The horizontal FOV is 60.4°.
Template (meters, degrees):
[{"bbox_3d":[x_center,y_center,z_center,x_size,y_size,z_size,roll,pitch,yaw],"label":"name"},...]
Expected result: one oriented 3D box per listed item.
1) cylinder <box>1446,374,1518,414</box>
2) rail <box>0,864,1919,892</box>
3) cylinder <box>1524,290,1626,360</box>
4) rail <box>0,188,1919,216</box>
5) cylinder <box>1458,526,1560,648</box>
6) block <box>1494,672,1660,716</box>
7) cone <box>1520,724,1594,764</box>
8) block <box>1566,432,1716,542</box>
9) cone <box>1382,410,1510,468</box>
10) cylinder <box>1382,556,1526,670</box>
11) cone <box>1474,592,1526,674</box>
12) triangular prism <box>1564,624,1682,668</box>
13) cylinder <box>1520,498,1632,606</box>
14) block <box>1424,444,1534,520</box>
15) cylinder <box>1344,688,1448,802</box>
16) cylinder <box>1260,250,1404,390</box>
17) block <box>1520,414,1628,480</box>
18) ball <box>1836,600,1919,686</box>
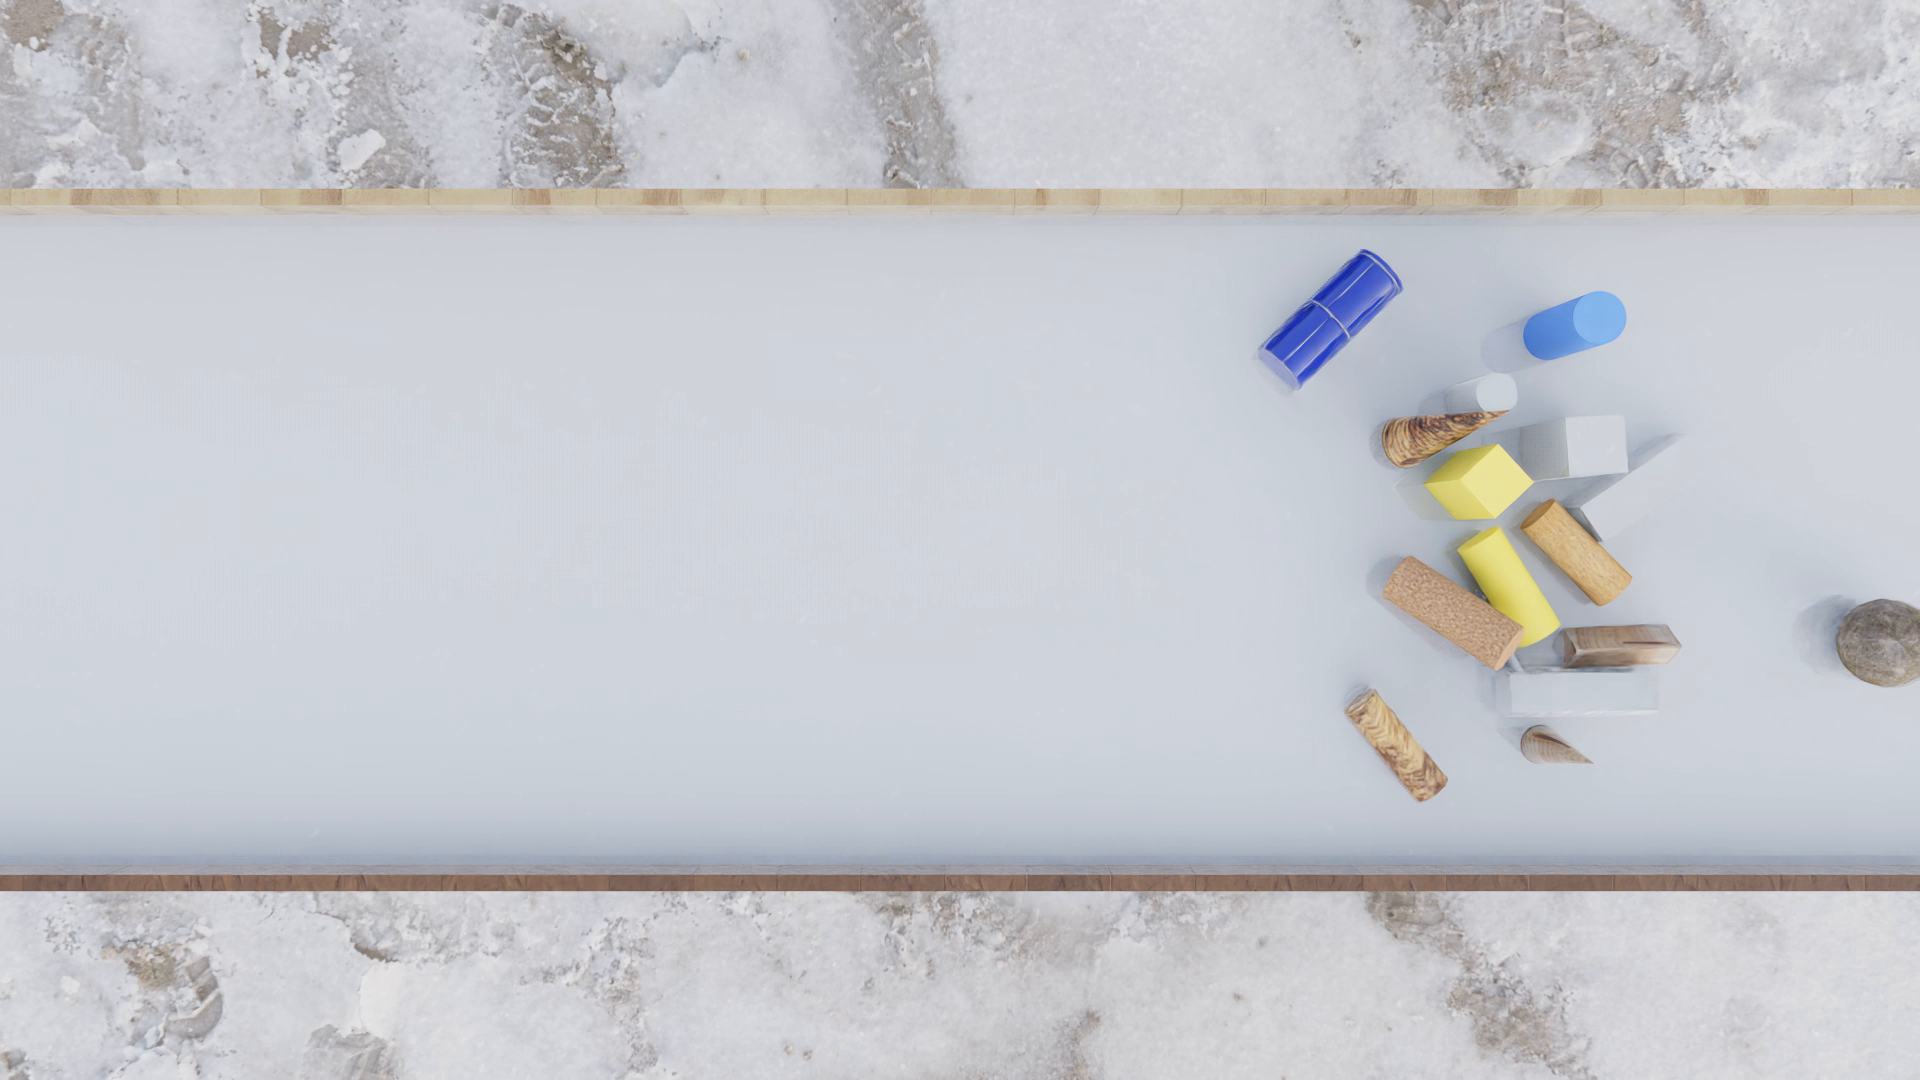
[{"bbox_3d":[1.555,-0.423,4.926,0.121,0.301,0.121,0,90,0],"label":"cylinder"},{"bbox_3d":[-2.247,1.025,5.001,12.000,0.150,0.050,0,90,0],"label":"rail"},{"bbox_3d":[1.809,-0.629,4.870,0.152,0.413,0.152,0,90,0],"label":"cylinder"},{"bbox_3d":[-2.247,-1.025,5.002,12.000,0.150,0.050,0,90,0],"label":"rail"},{"bbox_3d":[1.664,0.142,5.004,0.143,0.143,0.344,-33,90,0],"label":"cylinder"},{"bbox_3d":[1.867,0.467,4.994,0.452,0.115,0.115,0,79,-4],"label":"block"},{"bbox_3d":[1.786,0.630,4.858,0.122,0.437,0.122,0,90,0],"label":"cone"},{"bbox_3d":[2.065,-0.161,5.014,0.407,0.125,0.125,-34,90,0],"label":"block"},{"bbox_3d":[1.453,-0.332,4.841,0.162,0.449,0.162,5,79,-26],"label":"cone"},{"bbox_3d":[1.470,0.216,4.920,0.394,0.153,0.153,36,90,27],"label":"cylinder"},{"bbox_3d":[1.666,0.339,5.051,0.103,0.103,0.384,-38,98,0],"label":"cone"},{"bbox_3d":[2.017,0.327,5.021,0.317,0.104,0.121,-2,90,0],"label":"triangular prism"},{"bbox_3d":[1.871,0.038,5.009,0.331,0.133,0.133,45,90,0],"label":"cylinder"},{"bbox_3d":[1.531,-0.168,4.890,0.151,0.372,0.151,-43,90,0],"label":"block"},{"bbox_3d":[1.328,0.623,5.020,0.113,0.113,0.353,-39,90,0],"label":"cylinder"},{"bbox_3d":[1.122,-0.665,4.990,0.430,0.173,0.173,-44,90,0],"label":"cylinder"},{"bbox_3d":[1.812,-0.270,4.885,0.168,0.383,0.168,-4,90,0],"label":"block"},{"bbox_3d":[2.775,0.308,4.945,0.262,0.262,0.262,0,90,0],"label":"ball"}]
